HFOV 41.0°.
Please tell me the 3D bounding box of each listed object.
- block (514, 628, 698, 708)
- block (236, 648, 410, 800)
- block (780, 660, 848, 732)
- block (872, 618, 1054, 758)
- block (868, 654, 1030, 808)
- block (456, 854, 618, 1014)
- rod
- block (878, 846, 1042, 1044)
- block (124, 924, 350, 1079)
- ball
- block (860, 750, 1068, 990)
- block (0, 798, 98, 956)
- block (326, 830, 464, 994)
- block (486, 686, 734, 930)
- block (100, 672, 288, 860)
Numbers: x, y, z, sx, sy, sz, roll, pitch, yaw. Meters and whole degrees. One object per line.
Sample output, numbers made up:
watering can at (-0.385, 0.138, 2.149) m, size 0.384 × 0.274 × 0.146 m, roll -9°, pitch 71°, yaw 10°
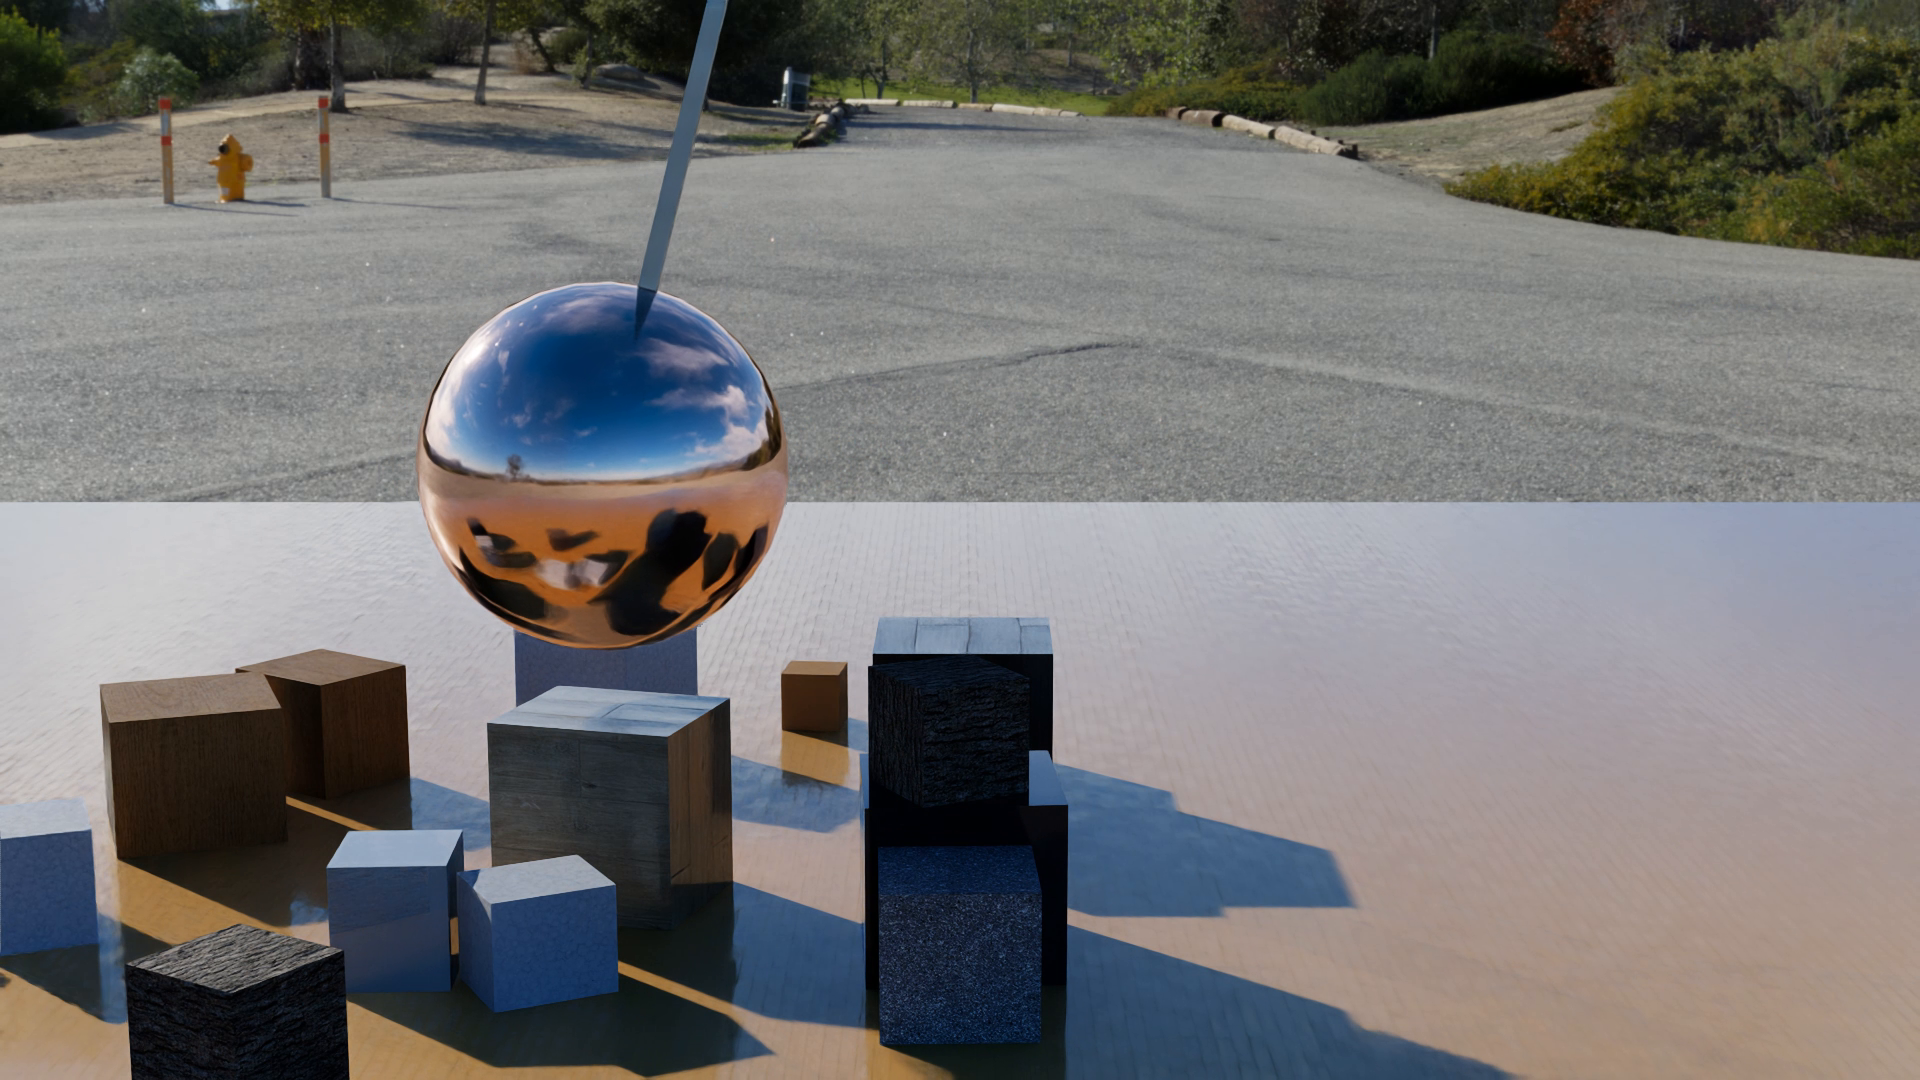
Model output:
block at (-1.841, 0.767, 13.399) m, size 0.703 × 0.696 × 0.634 m, roll 5°, pitch 12°, yaw 27°
block at (-3.206, 0.917, 12.914) m, size 0.636 × 0.575 × 0.547 m, roll 7°, pitch 13°, yaw 35°
block at (-0.793, 0.850, 14.016) m, size 0.315 × 0.312 × 0.318 m, roll 1°, pitch 10°, yaw 6°
block at (0.016, 0.866, 12.488) m, size 0.847 × 0.828 × 0.820 m, roll 0°, pitch 10°, yaw 0°
block at (-0.047, 0.745, 10.116) m, size 0.465 × 0.460 × 0.479 m, roll -5°, pitch 12°, yaw -28°
block at (-1.645, 1.524, 9.979) m, size 0.498 × 0.431 × 0.437 m, roll -5°, pitch 12°, yaw -28°
rod at (-0.668, -3.551, 10.535) m, size 0.080 × 5.200 × 0.080 m, roll 15°, pitch 10°, yaw -3°
block at (-0.009, 1.513, 9.642) m, size 0.592 × 0.574 × 0.584 m, roll 0°, pitch 10°, yaw -2°
block at (-2.494, 1.685, 8.873) m, size 0.527 × 0.509 × 0.504 m, roll 7°, pitch 12°, yaw 32°
ball at (-1.543, -0.319, 11.122) m, size 1.600 × 1.600 × 1.600 m, roll 0°, pitch 10°, yaw 0°
block at (0.000, 1.311, 10.323) m, size 0.785 × 0.728 × 0.809 m, roll -1°, pitch 10°, yaw -4°
block at (-3.817, 1.386, 10.582) m, size 0.443 × 0.488 × 0.508 m, roll -4°, pitch 11°, yaw -22°
block at (-2.215, 1.459, 10.124) m, size 0.456 × 0.506 × 0.481 m, roll -1°, pitch 10°, yaw -3°
block at (-1.489, 1.133, 11.013) m, size 0.815 × 0.830 × 0.694 m, roll 3°, pitch 11°, yaw 16°
block at (-3.608, 1.042, 12.058) m, size 0.754 × 0.636 × 0.794 m, roll -4°, pitch 11°, yaw -21°
